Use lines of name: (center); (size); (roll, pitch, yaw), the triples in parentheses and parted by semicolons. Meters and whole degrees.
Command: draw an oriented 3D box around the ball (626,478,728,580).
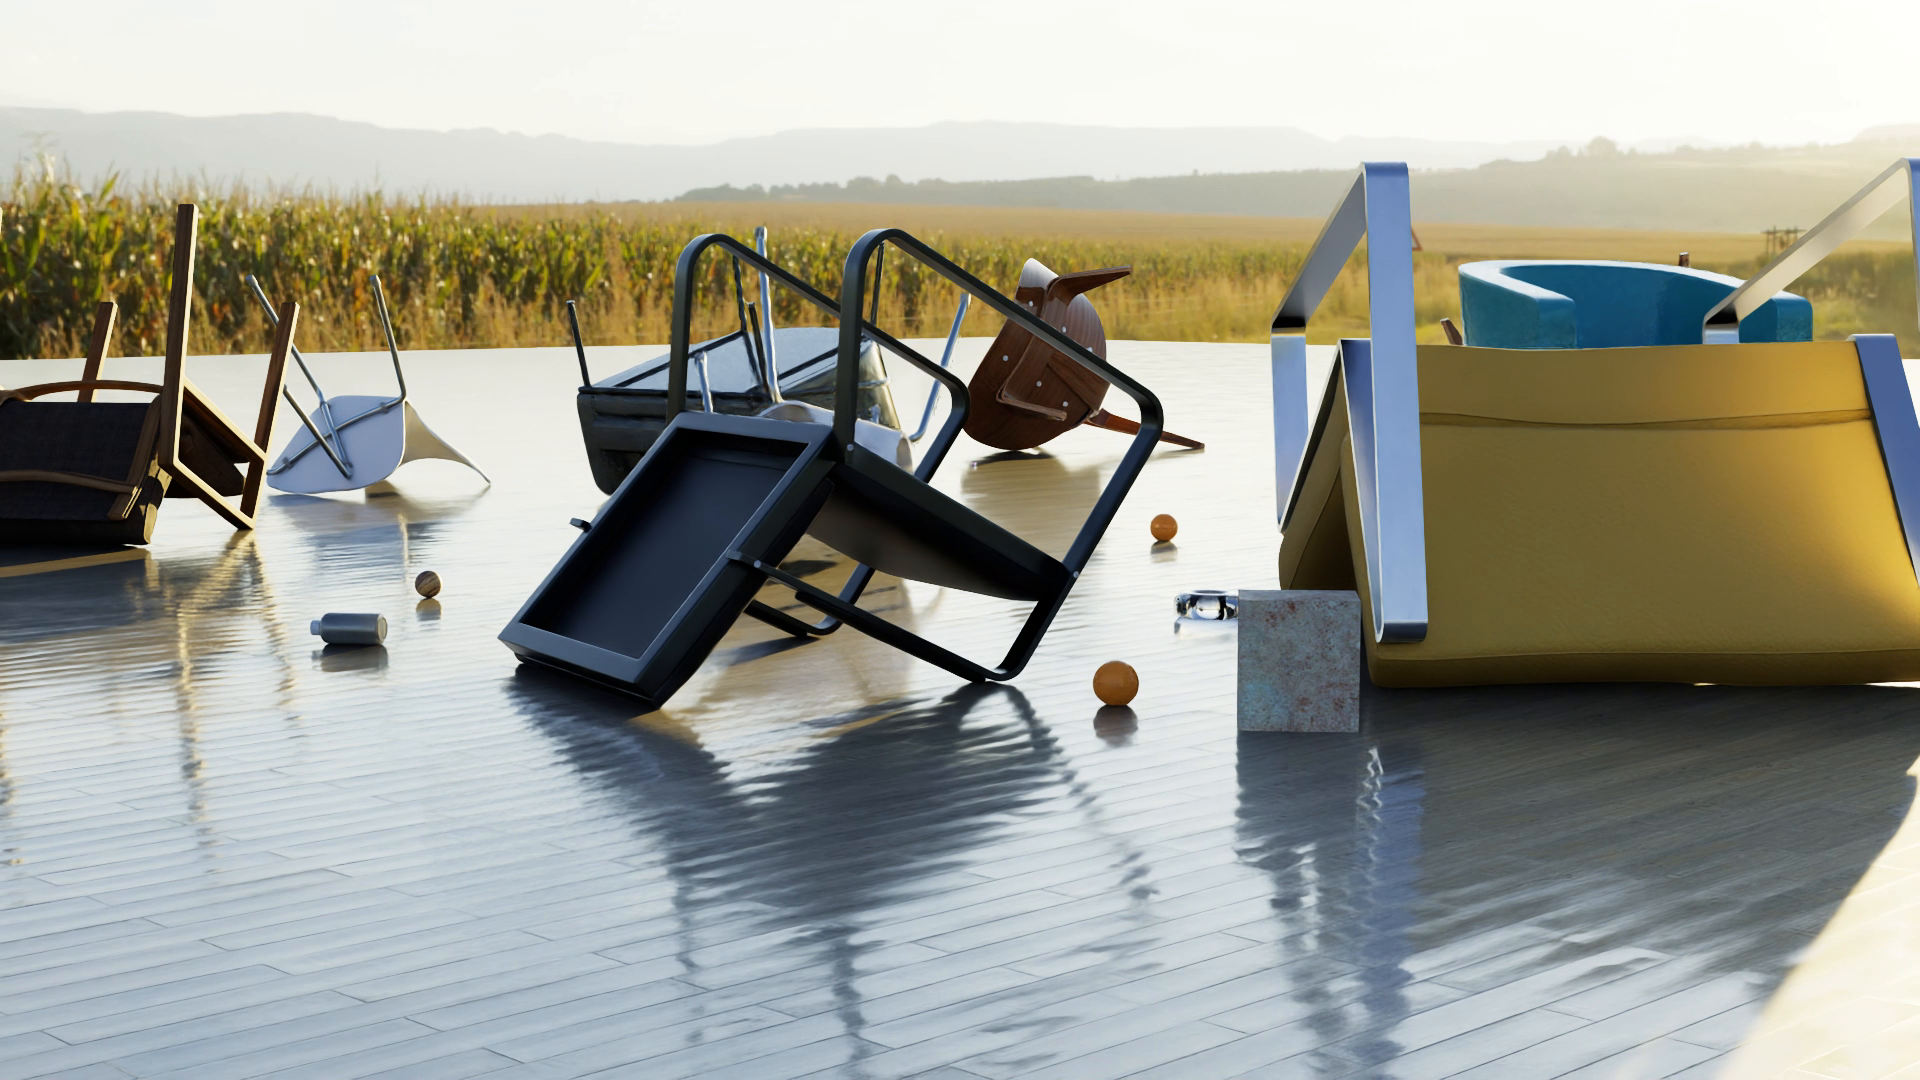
ball: (-0.614, -0.024, 5.569); (0.220, 0.220, 0.220); (0, 6, 0)

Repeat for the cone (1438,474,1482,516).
cone: (1.404, -0.097, 7.080); (0.109, 0.133, 0.102); (44, 9, 35)

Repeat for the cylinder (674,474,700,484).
cylinder: (-0.786, -0.146, 7.393); (0.072, 0.089, 0.080); (-1, -6, -10)

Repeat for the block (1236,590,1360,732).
block: (0.496, 0.176, 3.773); (0.174, 0.191, 0.130); (1, 6, 5)

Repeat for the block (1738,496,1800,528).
block: (2.147, -0.075, 6.807); (0.144, 0.069, 0.089); (3, 7, 26)

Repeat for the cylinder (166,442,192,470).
cylinder: (-2.661, -0.287, 8.736); (0.065, 0.094, 0.105); (-3, 23, -30)

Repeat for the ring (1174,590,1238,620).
ring: (0.482, 0.125, 4.964); (0.133, 0.050, 0.150); (-2, 5, -27)

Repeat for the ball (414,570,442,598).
ball: (-1.089, 0.090, 5.259); (0.057, 0.057, 0.057); (0, 6, 0)
